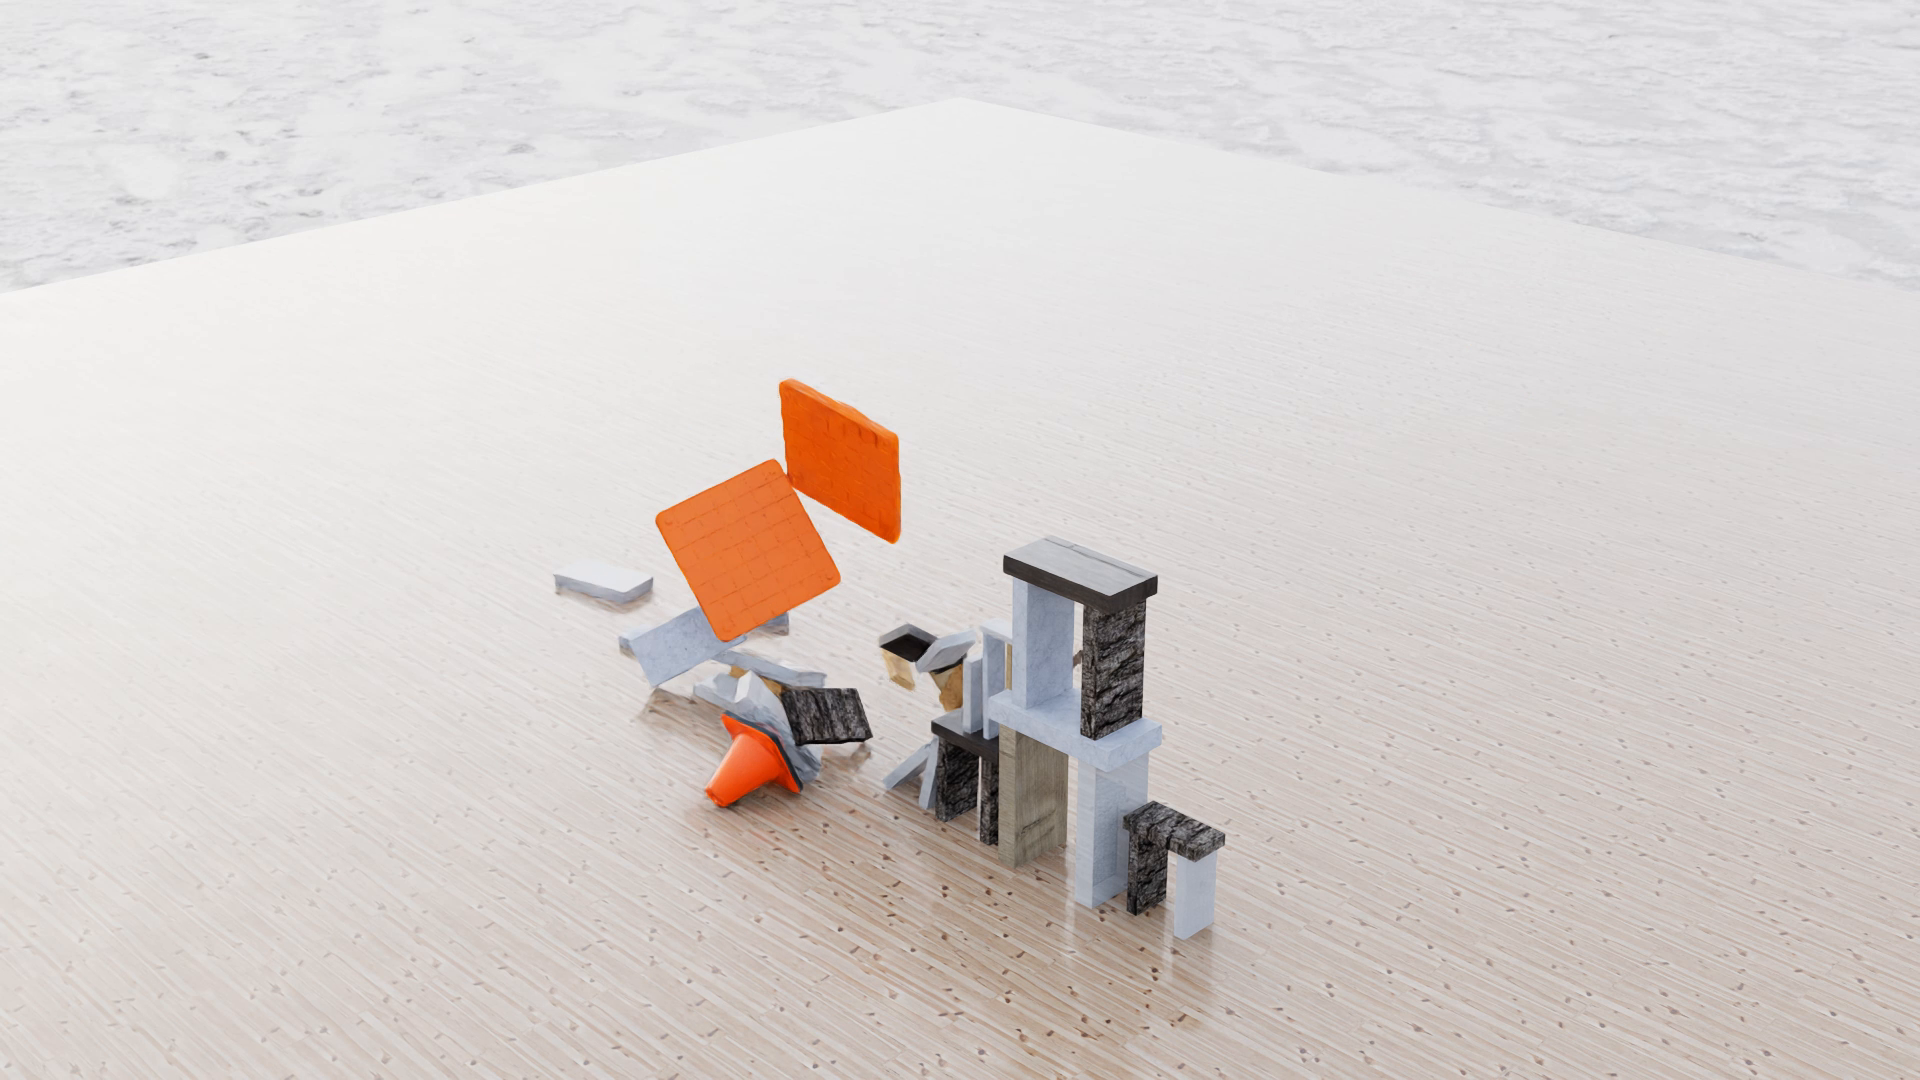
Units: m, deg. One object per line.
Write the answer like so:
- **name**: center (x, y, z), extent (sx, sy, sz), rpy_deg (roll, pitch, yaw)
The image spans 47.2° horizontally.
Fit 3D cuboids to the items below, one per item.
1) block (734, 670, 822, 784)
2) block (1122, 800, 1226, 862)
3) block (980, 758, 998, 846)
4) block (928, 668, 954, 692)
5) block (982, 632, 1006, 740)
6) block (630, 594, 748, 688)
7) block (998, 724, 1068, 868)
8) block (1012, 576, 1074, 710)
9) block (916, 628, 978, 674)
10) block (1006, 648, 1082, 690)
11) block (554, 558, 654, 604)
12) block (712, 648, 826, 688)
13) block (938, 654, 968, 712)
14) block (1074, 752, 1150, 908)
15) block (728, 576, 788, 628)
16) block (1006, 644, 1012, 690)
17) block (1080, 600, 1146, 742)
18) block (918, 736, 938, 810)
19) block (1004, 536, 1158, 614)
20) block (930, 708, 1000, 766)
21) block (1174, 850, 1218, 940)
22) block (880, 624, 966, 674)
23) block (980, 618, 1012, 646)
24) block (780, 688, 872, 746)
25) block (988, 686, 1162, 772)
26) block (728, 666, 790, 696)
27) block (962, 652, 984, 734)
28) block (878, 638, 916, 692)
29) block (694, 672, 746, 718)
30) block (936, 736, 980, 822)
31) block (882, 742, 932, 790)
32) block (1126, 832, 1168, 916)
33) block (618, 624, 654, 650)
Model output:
- **block**: center (-0.376, 0.389, 4.576), extent (0.033, 0.236, 0.118), rpy_deg (-35, 19, 14)
- **block**: center (0.392, 0.533, 4.033), extent (0.172, 0.024, 0.086), rpy_deg (21, 31, 41)
- **block**: center (0.083, 0.500, 4.340), extent (0.094, 0.188, 0.027), rpy_deg (-21, 32, -41)
- **block**: center (-0.036, 0.270, 4.636), extent (0.061, 0.122, 0.017), rpy_deg (-37, 43, -6)
- **block**: center (0.067, 0.277, 4.266), extent (0.048, 0.226, 0.014), rpy_deg (-21, 29, -40)
- **block**: center (-0.612, 0.227, 4.956), extent (0.236, 0.118, 0.033), rpy_deg (-27, -1, 2)
- **block**: center (0.143, 0.471, 4.263), extent (0.043, 0.302, 0.151), rpy_deg (21, 31, 41)
- **block**: center (0.157, 0.175, 4.129), extent (0.037, 0.262, 0.131), rpy_deg (21, 31, 41)
- **block**: center (-0.027, 0.216, 4.258), extent (0.078, 0.022, 0.157), rpy_deg (-15, -15, -23)
- **block**: center (0.189, 0.293, 4.903), extent (0.176, 0.025, 0.088), rpy_deg (-35, 26, -31)
- **block**: center (-0.888, 0.102, 5.481), extent (0.224, 0.032, 0.112), rpy_deg (13, 26, 29)
- **block**: center (-0.432, 0.287, 4.981), extent (0.236, 0.033, 0.118), rpy_deg (15, 2, 31)
- **block**: center (-0.003, 0.305, 4.587), extent (0.017, 0.121, 0.061), rpy_deg (4, 36, -34)
- **block**: center (0.286, 0.527, 4.132), extent (0.043, 0.302, 0.151), rpy_deg (21, 31, 41)
- **block**: center (-0.493, 0.149, 5.365), extent (0.112, 0.032, 0.224), rpy_deg (-4, 23, -13)
- **block**: center (0.110, 0.235, 4.202), extent (0.014, 0.095, 0.048), rpy_deg (22, 31, 40)
- **block**: center (0.280, 0.223, 4.015), extent (0.131, 0.262, 0.037), rpy_deg (-21, 31, -41)
- **block**: center (-0.030, 0.458, 4.454), extent (0.088, 0.176, 0.025), rpy_deg (-22, 45, -41)
- **block**: center (0.218, 0.062, 4.014), extent (0.131, 0.037, 0.262), rpy_deg (-21, 31, -41)
- **block**: center (0.042, 0.385, 4.337), extent (0.094, 0.027, 0.188), rpy_deg (-21, 31, -40)
- **block**: center (0.432, 0.639, 4.034), extent (0.024, 0.172, 0.086), rpy_deg (21, 31, 41)
- **block**: center (-0.073, 0.216, 4.355), extent (0.078, 0.022, 0.170), rpy_deg (-27, -39, 34)
- **block**: center (0.088, 0.175, 4.200), extent (0.095, 0.014, 0.048), rpy_deg (22, 32, 40)
- **block**: center (-0.281, 0.373, 4.647), extent (0.032, 0.112, 0.224), rpy_deg (-29, -18, 30)
- **block**: center (0.214, 0.340, 4.130), extent (0.302, 0.043, 0.151), rpy_deg (21, 31, 41)
- **block**: center (-0.427, 0.324, 4.888), extent (0.171, 0.024, 0.086), rpy_deg (17, -8, 42)
- **block**: center (0.042, 0.295, 4.312), extent (0.078, 0.157, 0.022), rpy_deg (-20, 31, -39)
- **block**: center (-0.129, 0.250, 4.477), extent (0.061, 0.017, 0.121), rpy_deg (35, 22, -37)
- **block**: center (-0.506, 0.345, 4.916), extent (0.171, 0.024, 0.086), rpy_deg (20, 30, 39)
- **block**: center (-0.004, 0.466, 4.420), extent (0.027, 0.188, 0.094), rpy_deg (24, 33, 38)
- **block**: center (-0.080, 0.452, 4.510), extent (0.088, 0.176, 0.025), rpy_deg (-22, 75, -41)
- **block**: center (0.351, 0.608, 4.108), extent (0.024, 0.172, 0.086), rpy_deg (21, 31, 41)
- **block**: center (-0.709, 0.243, 5.157), extent (0.171, 0.024, 0.085), rpy_deg (17, 28, 34)
